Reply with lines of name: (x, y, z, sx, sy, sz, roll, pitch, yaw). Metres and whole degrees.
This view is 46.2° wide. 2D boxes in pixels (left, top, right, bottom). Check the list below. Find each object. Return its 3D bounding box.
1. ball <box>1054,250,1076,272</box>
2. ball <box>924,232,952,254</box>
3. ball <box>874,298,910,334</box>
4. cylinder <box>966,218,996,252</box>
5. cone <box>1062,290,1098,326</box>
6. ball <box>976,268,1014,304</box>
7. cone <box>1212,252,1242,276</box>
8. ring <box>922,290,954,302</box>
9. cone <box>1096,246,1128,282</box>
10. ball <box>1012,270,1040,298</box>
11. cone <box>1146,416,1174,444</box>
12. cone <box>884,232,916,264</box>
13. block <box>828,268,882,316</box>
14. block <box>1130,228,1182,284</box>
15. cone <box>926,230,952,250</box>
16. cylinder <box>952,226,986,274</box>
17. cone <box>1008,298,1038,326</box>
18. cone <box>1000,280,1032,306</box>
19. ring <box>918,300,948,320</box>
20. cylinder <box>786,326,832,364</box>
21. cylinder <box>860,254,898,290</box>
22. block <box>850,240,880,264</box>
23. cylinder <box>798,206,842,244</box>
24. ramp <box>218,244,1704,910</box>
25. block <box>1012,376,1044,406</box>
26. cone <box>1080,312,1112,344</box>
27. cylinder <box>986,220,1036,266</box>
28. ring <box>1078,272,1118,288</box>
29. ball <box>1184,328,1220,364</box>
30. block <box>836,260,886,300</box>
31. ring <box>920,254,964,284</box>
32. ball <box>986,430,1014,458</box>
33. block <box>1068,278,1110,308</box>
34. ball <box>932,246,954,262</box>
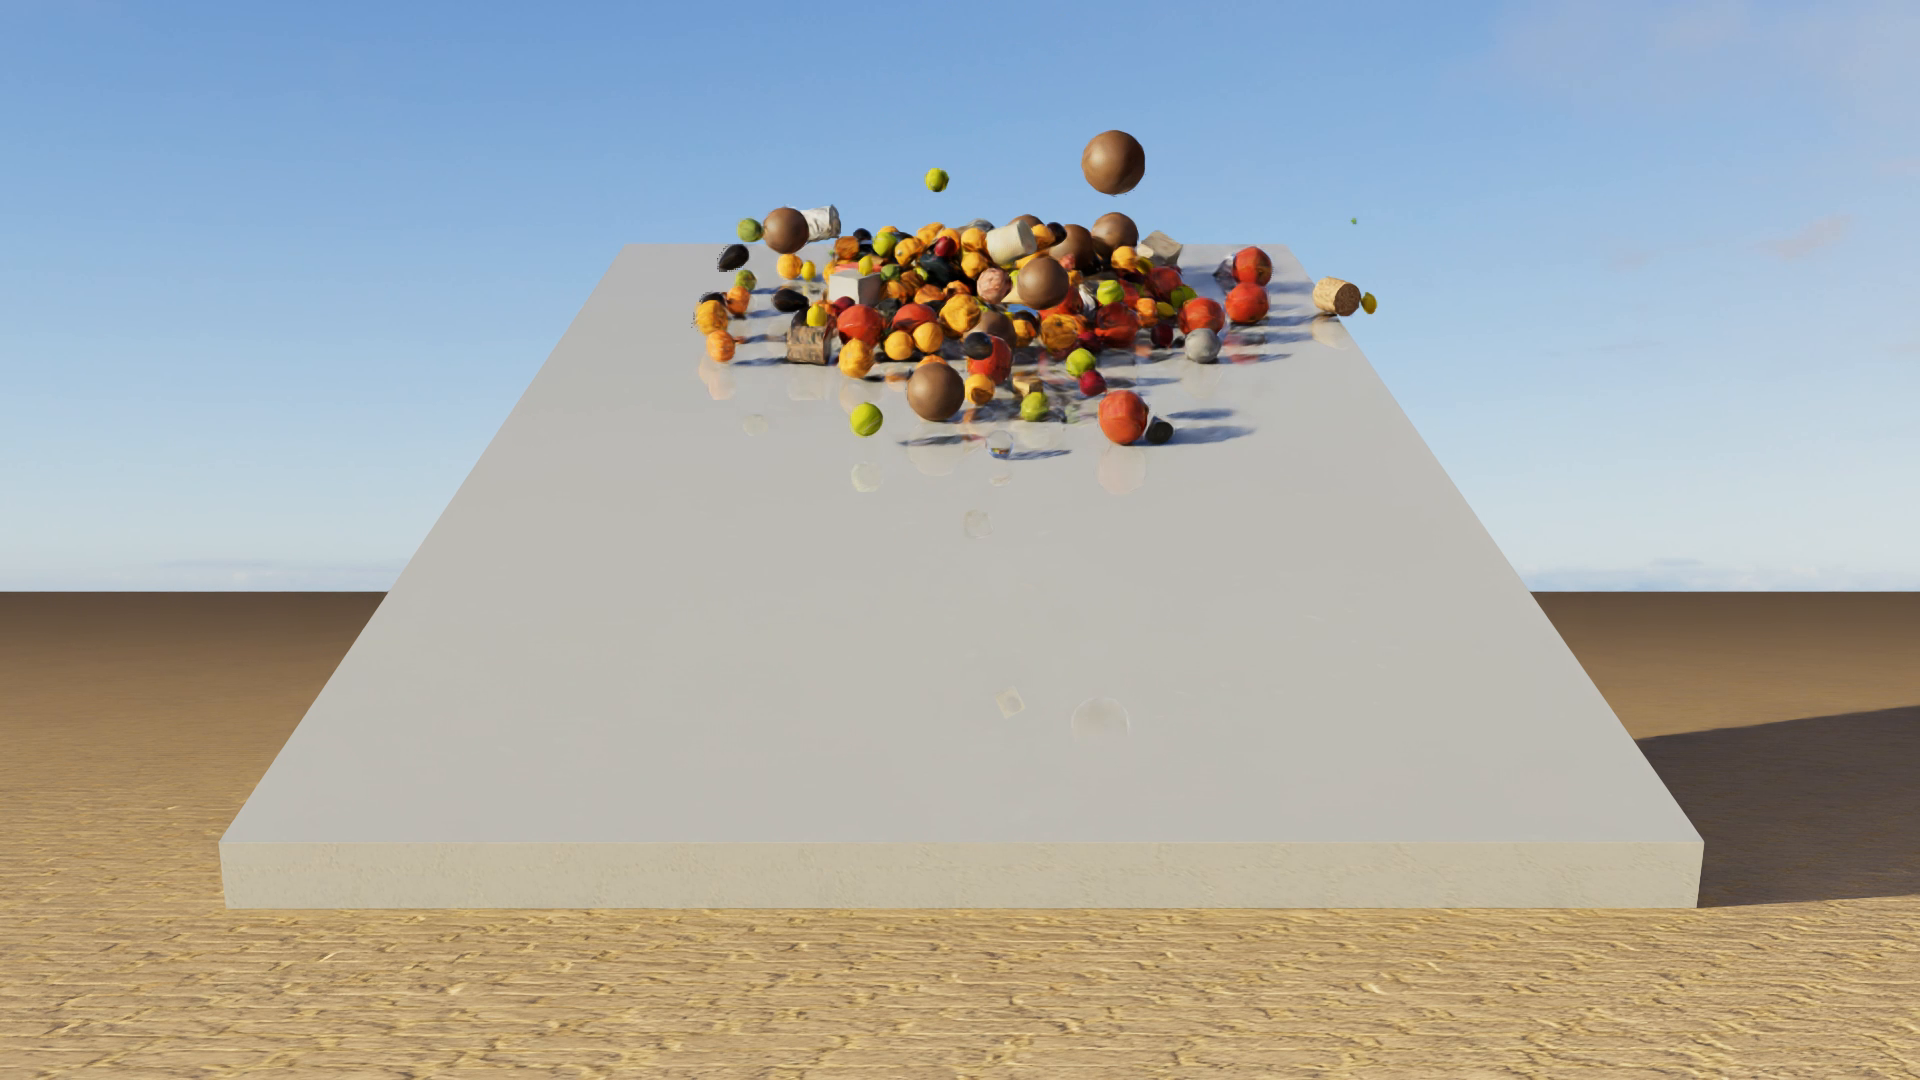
ball: (0.301, -0.796, 6.424, 0.062, 0.062, 0.062, 0, -1, 0)
ball: (-0.062, -0.844, 6.521, 0.089, 0.089, 0.089, 0, -1, 0)
ball: (-0.174, -0.571, 5.729, 0.090, 0.090, 0.090, 0, -1, 0)
cylinder: (0.044, -0.867, 6.505, 0.097, 0.097, 0.097, -1, 26, 32)
cone: (0.293, -0.581, 5.831, 0.096, 0.096, 0.096, -44, 21, -26)
ball: (0.091, -0.662, 5.867, 0.095, 0.095, 0.095, 0, -1, 0)
cone: (0.749, -0.767, 6.385, 0.078, 0.078, 0.078, -23, -8, 16)
ring: (-0.060, -0.653, 6.038, 0.083, 0.028, 0.083, 2, 0, 0)
cone: (0.425, -0.781, 6.326, 0.099, 0.099, 0.099, 0, 19, 0)
ball: (0.172, -0.683, 6.056, 0.084, 0.084, 0.084, 0, -1, 0)
cone: (0.418, -0.247, 4.793, 0.061, 0.061, 0.061, -6, -46, -6)
cone: (-0.171, -0.834, 6.379, 0.094, 0.094, 0.094, 0, 0, -1)
block: (-0.278, -0.655, 5.956, 0.100, 0.100, 0.100, 13, 23, 34)
block: (0.550, -0.792, 6.293, 0.091, 0.091, 0.091, 35, 48, 15)
cone: (-0.067, -0.818, 6.235, 0.065, 0.065, 0.065, -27, 8, -19)
cylinder: (0.026, -0.804, 6.228, 0.095, 0.095, 0.095, 1, 43, -1)
cone: (0.157, -0.589, 5.862, 0.077, 0.077, 0.077, 0, -5, -7)
cone: (0.135, -0.614, 5.700, 0.075, 0.075, 0.075, -19, -3, 5)
ring: (-0.070, -0.580, 5.684, 0.079, 0.026, 0.079, -15, -20, -6)
cylinder: (-0.364, -0.471, 5.435, 0.090, 0.090, 0.090, 4, -1, 9)
cylinder: (-0.228, -0.741, 6.231, 0.084, 0.084, 0.084, 1, 14, -42)
block: (-0.272, -0.821, 6.478, 0.073, 0.073, 0.073, -5, 20, -14)
cylinder: (-0.406, -0.914, 6.516, 0.094, 0.094, 0.094, -8, -4, 19)
ramp: (-0.004, -0.198, 4.938, 2.000, 0.100, 4.000, 0, 19, 0)
block: (0.154, -0.339, 5.116, 0.051, 0.051, 0.051, 16, 25, 39)
cone: (0.336, -0.531, 5.683, 0.080, 0.080, 0.080, 0, -2, -6)
cylinder: (0.131, -0.756, 5.733, 0.093, 0.093, 0.093, -16, -9, 29)
ring: (0.377, -0.709, 6.184, 0.114, 0.038, 0.114, -12, 10, 2)
ball: (0.586, -0.470, 5.445, 0.087, 0.087, 0.087, 0, -1, 0)
block: (-0.268, -0.693, 6.076, 0.094, 0.094, 0.094, -16, 25, -39)
ring: (-0.051, -0.730, 6.070, 0.131, 0.044, 0.131, 26, -5, 2)
ball: (0.083, -0.199, 4.696, 0.060, 0.060, 0.060, 0, -1, 0)
block: (0.337, -0.636, 5.908, 0.065, 0.065, 0.065, -48, -15, 32)
ball: (-0.050, -0.782, 6.209, 0.062, 0.062, 0.062, 0, -1, 0)
